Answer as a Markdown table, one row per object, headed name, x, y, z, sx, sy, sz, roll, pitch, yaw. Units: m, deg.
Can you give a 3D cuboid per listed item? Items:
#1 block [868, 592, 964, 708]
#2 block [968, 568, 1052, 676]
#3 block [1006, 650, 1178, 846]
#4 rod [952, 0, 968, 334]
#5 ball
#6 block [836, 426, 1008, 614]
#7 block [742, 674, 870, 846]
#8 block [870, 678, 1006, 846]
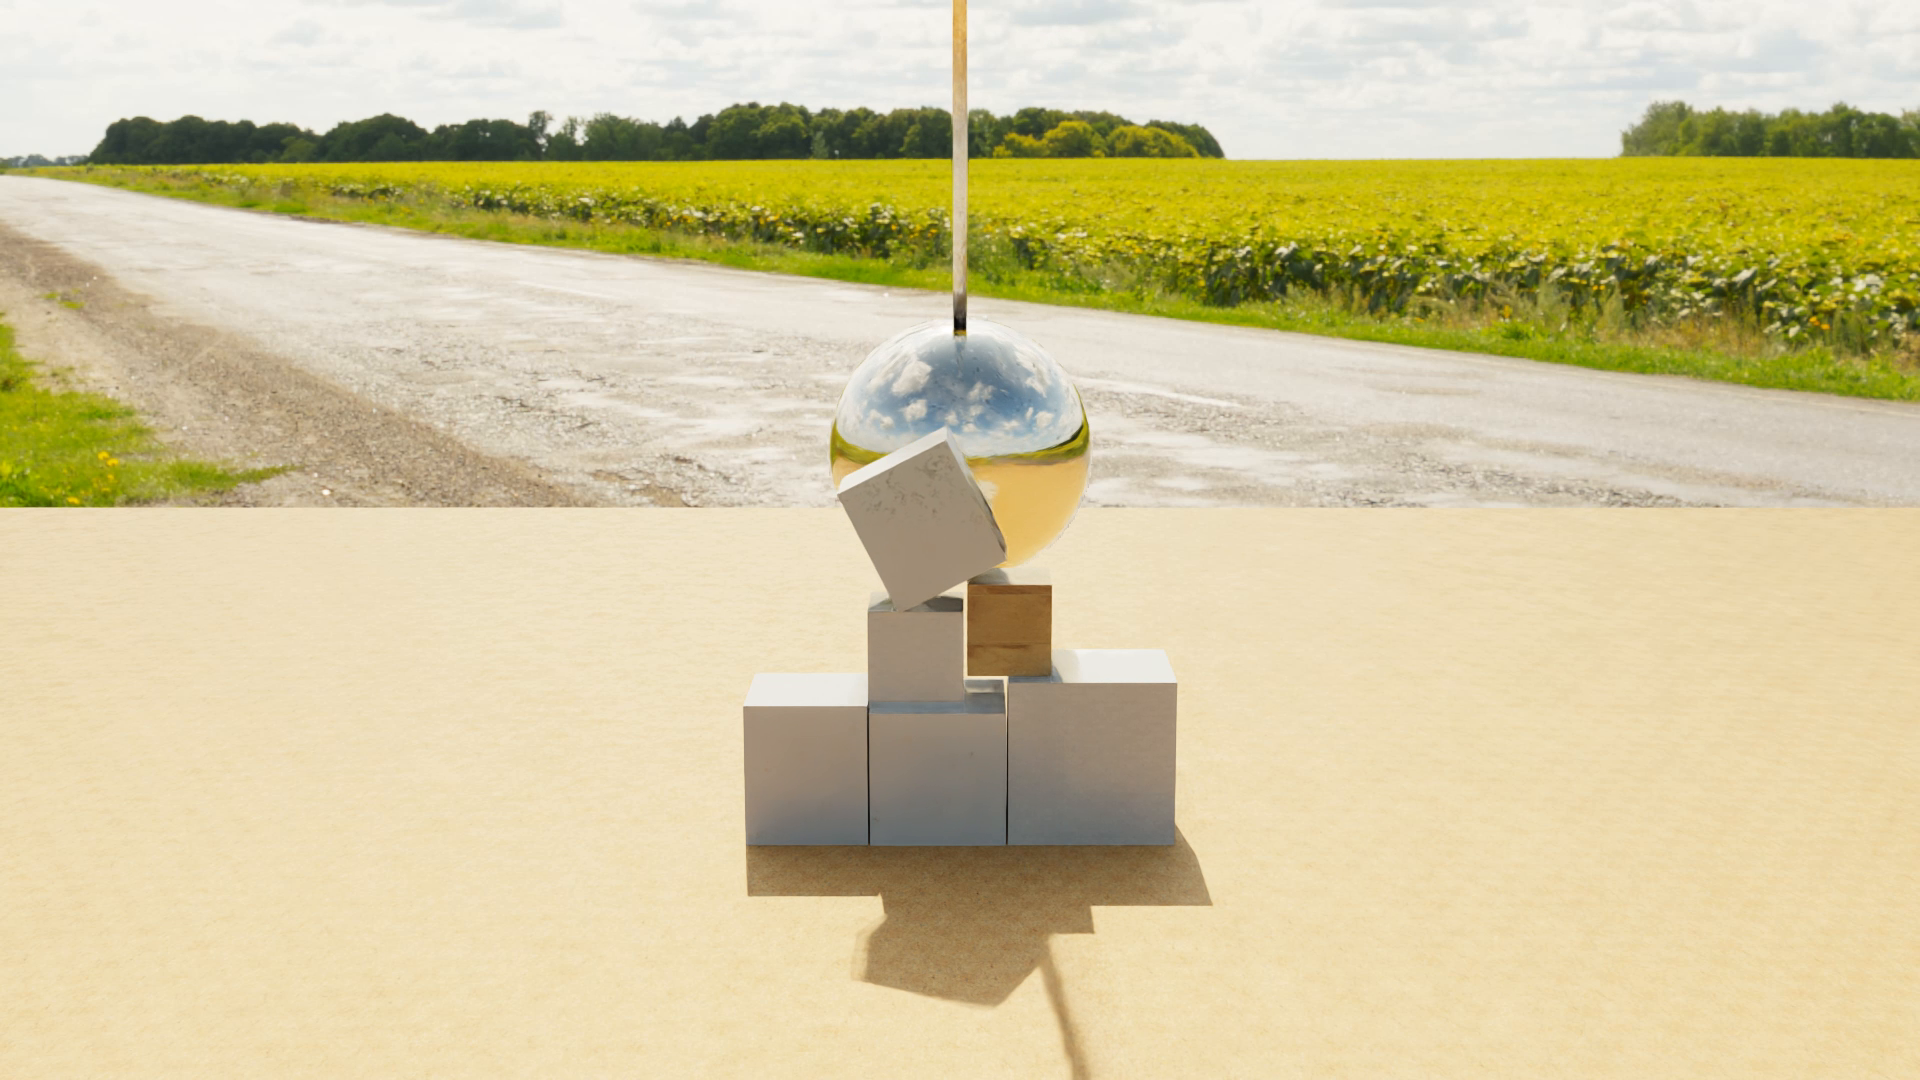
| name | x | y | z | sx | sy | sz | roll | pitch | yaw |
| --- | --- | --- | --- | --- | --- | --- | --- | --- | --- |
| block | -0.223 | 0.558 | 11.285 | 0.482 | 0.495 | 0.502 | 0 | 10 | 0 |
| block | 0.249 | 0.414 | 11.264 | 0.424 | 0.469 | 0.465 | 0 | 10 | 0 |
| block | 0.662 | 1.059 | 11.381 | 0.841 | 0.843 | 0.731 | 0 | 10 | 0 |
| rod | 0.000 | -3.415 | 11.570 | 0.080 | 5.200 | 0.080 | 0 | 33 | 0 |
| ball | 0.000 | -0.556 | 13.412 | 1.600 | 1.600 | 1.600 | 0 | 10 | 0 |
| block | -0.185 | -0.112 | 11.147 | 0.605 | 0.674 | 0.564 | -26 | 9 | 5 |
| block | -0.773 | 1.123 | 11.372 | 0.619 | 0.723 | 0.687 | 0 | 10 | 0 |
| block | -0.111 | 1.139 | 11.389 | 0.685 | 0.685 | 0.733 | 0 | 10 | 0 |
